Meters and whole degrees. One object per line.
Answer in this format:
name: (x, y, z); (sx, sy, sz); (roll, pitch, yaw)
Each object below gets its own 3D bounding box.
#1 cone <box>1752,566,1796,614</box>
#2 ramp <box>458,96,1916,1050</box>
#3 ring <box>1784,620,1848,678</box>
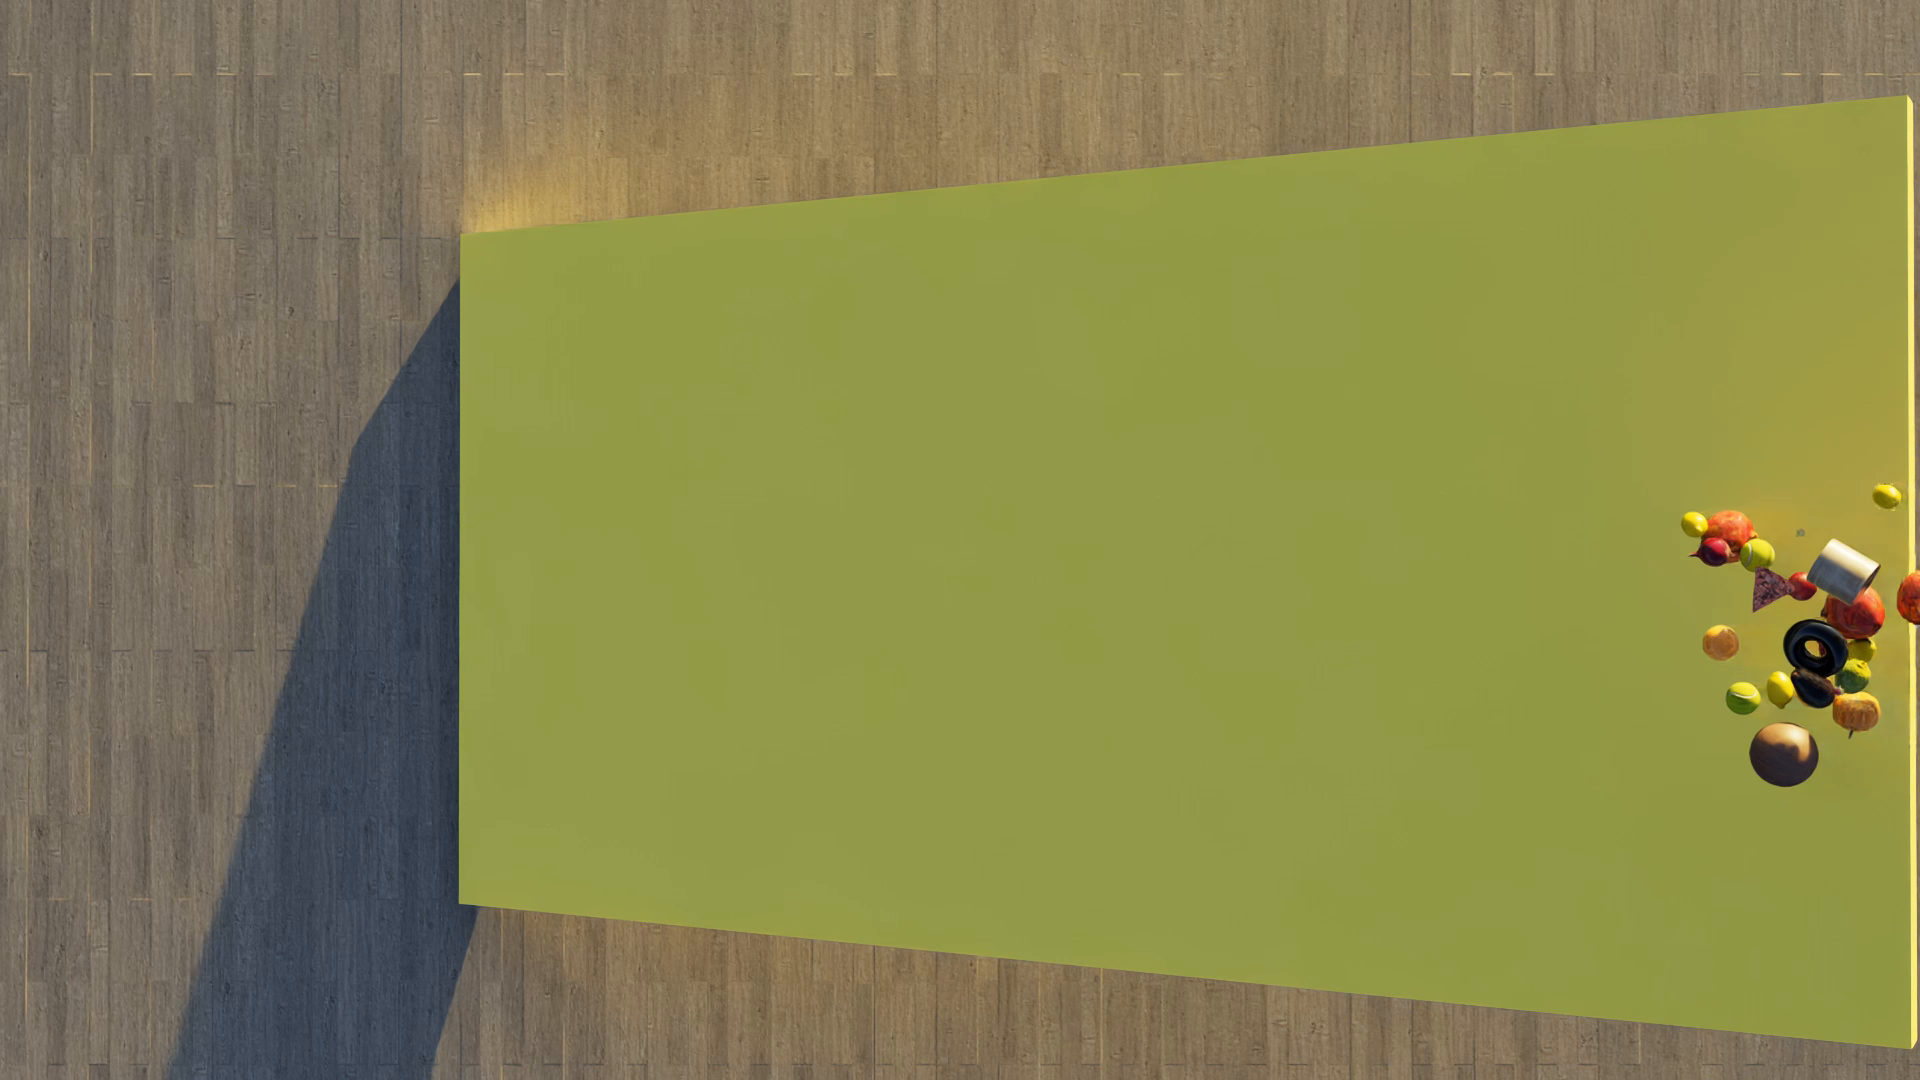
cone: (1.618, 0.112, 4.425); (0.087, 0.087, 0.087); (34, 89, 0)
ramp: (0.272, 0.076, 5.634); (4.000, 0.100, 2.000); (0, 89, 29)
ring: (1.575, 0.200, 4.049); (0.039, 0.117, 0.117); (-35, 89, -42)
